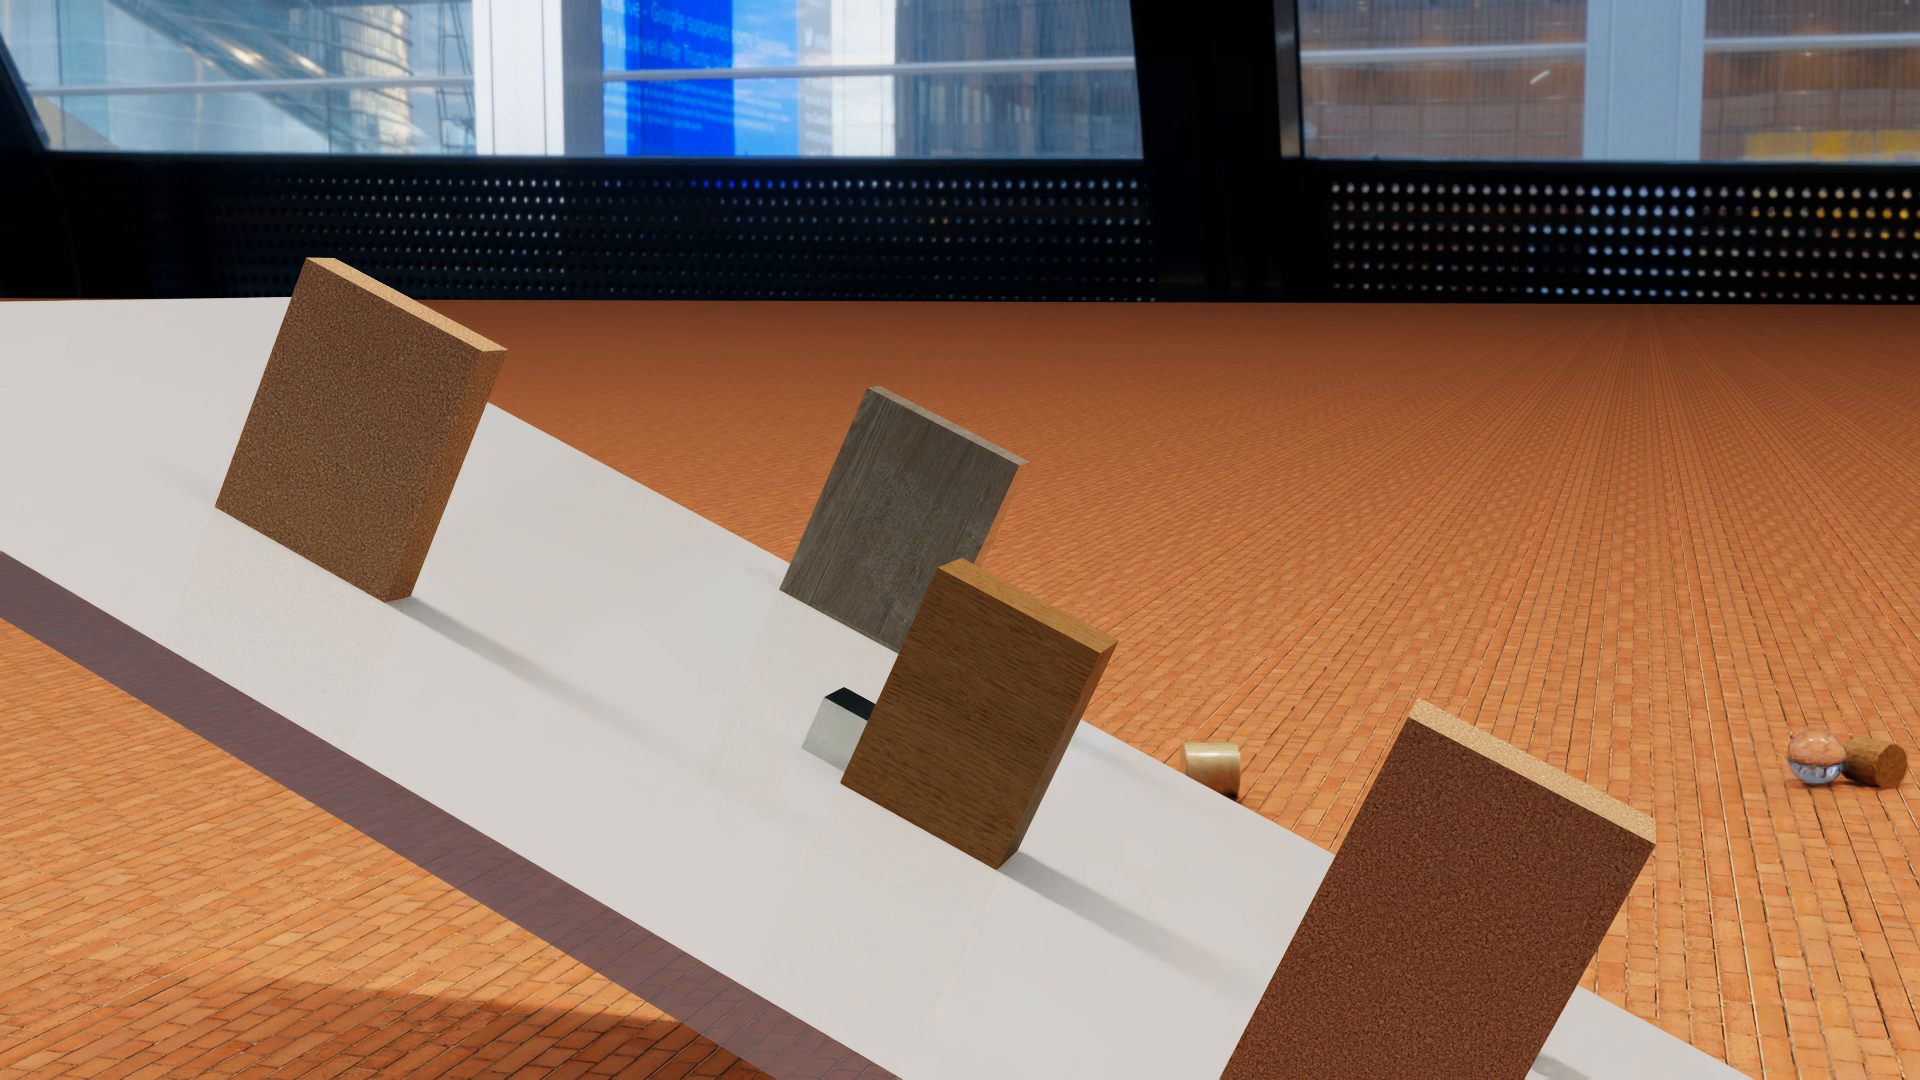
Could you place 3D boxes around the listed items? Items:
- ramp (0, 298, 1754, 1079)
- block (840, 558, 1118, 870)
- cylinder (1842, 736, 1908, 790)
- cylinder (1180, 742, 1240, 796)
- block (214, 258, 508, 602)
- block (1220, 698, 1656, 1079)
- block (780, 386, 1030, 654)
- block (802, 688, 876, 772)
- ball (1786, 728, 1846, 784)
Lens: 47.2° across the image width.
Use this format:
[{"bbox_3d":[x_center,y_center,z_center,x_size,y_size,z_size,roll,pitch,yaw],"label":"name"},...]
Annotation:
[{"bbox_3d":[-0.264,0.451,4.170,4.000,0.100,2.000,28,14,12],"label":"ramp"},{"bbox_3d":[0.034,0.315,4.026,0.331,0.450,0.146,28,14,12],"label":"block"},{"bbox_3d":[3.318,0.809,7.991,0.162,0.162,0.162,-3,8,-26],"label":"cylinder"},{"bbox_3d":[0.887,0.817,7.816,0.189,0.189,0.189,0,7,-2],"label":"cylinder"},{"bbox_3d":[-1.078,-0.198,3.944,0.381,0.496,0.089,28,14,12],"label":"block"},{"bbox_3d":[0.603,0.650,3.015,0.350,0.784,0.139,28,14,12],"label":"block"},{"bbox_3d":[-0.128,-0.030,4.932,0.387,0.509,0.087,28,14,12],"label":"block"},{"bbox_3d":[-0.213,0.360,4.154,0.110,0.110,0.110,28,14,12],"label":"block"},{"bbox_3d":[3.112,0.788,7.995,0.203,0.203,0.203,0,7,0],"label":"ball"}]
